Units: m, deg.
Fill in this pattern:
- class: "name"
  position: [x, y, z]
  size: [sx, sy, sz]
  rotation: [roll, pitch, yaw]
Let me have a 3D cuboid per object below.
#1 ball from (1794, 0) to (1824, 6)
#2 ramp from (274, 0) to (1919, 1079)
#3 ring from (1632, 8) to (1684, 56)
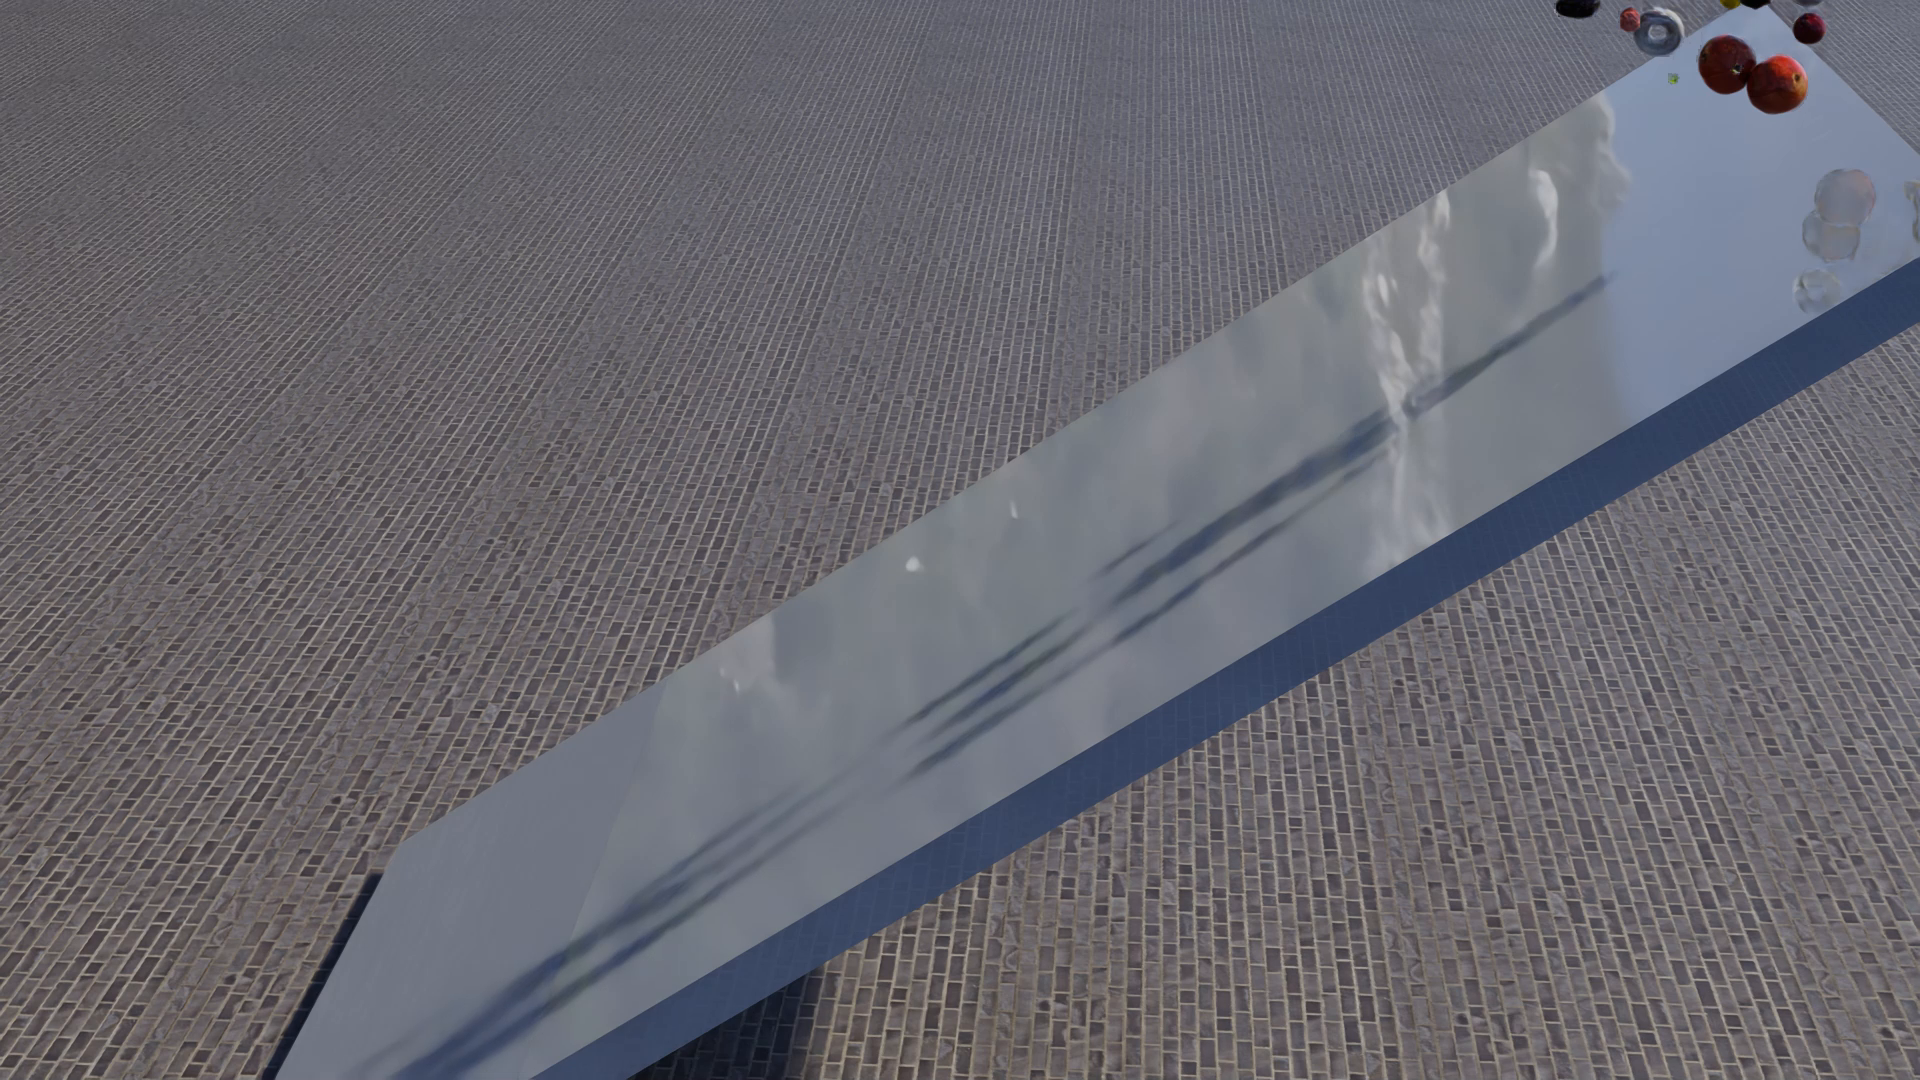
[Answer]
- class: "ball"
  position: [1.621, -1.061, 5.614]
  size: [0.085, 0.085, 0.085]
  rotation: [0, 21, 0]
- class: "ramp"
  position: [0.137, 0.173, 6.302]
  size: [4.000, 0.100, 2.000]
  rotation: [-32, 16, 15]
- class: "ring"
  position: [1.361, -0.990, 5.732]
  size: [0.098, 0.098, 0.033]
  rotation: [6, 34, 15]
